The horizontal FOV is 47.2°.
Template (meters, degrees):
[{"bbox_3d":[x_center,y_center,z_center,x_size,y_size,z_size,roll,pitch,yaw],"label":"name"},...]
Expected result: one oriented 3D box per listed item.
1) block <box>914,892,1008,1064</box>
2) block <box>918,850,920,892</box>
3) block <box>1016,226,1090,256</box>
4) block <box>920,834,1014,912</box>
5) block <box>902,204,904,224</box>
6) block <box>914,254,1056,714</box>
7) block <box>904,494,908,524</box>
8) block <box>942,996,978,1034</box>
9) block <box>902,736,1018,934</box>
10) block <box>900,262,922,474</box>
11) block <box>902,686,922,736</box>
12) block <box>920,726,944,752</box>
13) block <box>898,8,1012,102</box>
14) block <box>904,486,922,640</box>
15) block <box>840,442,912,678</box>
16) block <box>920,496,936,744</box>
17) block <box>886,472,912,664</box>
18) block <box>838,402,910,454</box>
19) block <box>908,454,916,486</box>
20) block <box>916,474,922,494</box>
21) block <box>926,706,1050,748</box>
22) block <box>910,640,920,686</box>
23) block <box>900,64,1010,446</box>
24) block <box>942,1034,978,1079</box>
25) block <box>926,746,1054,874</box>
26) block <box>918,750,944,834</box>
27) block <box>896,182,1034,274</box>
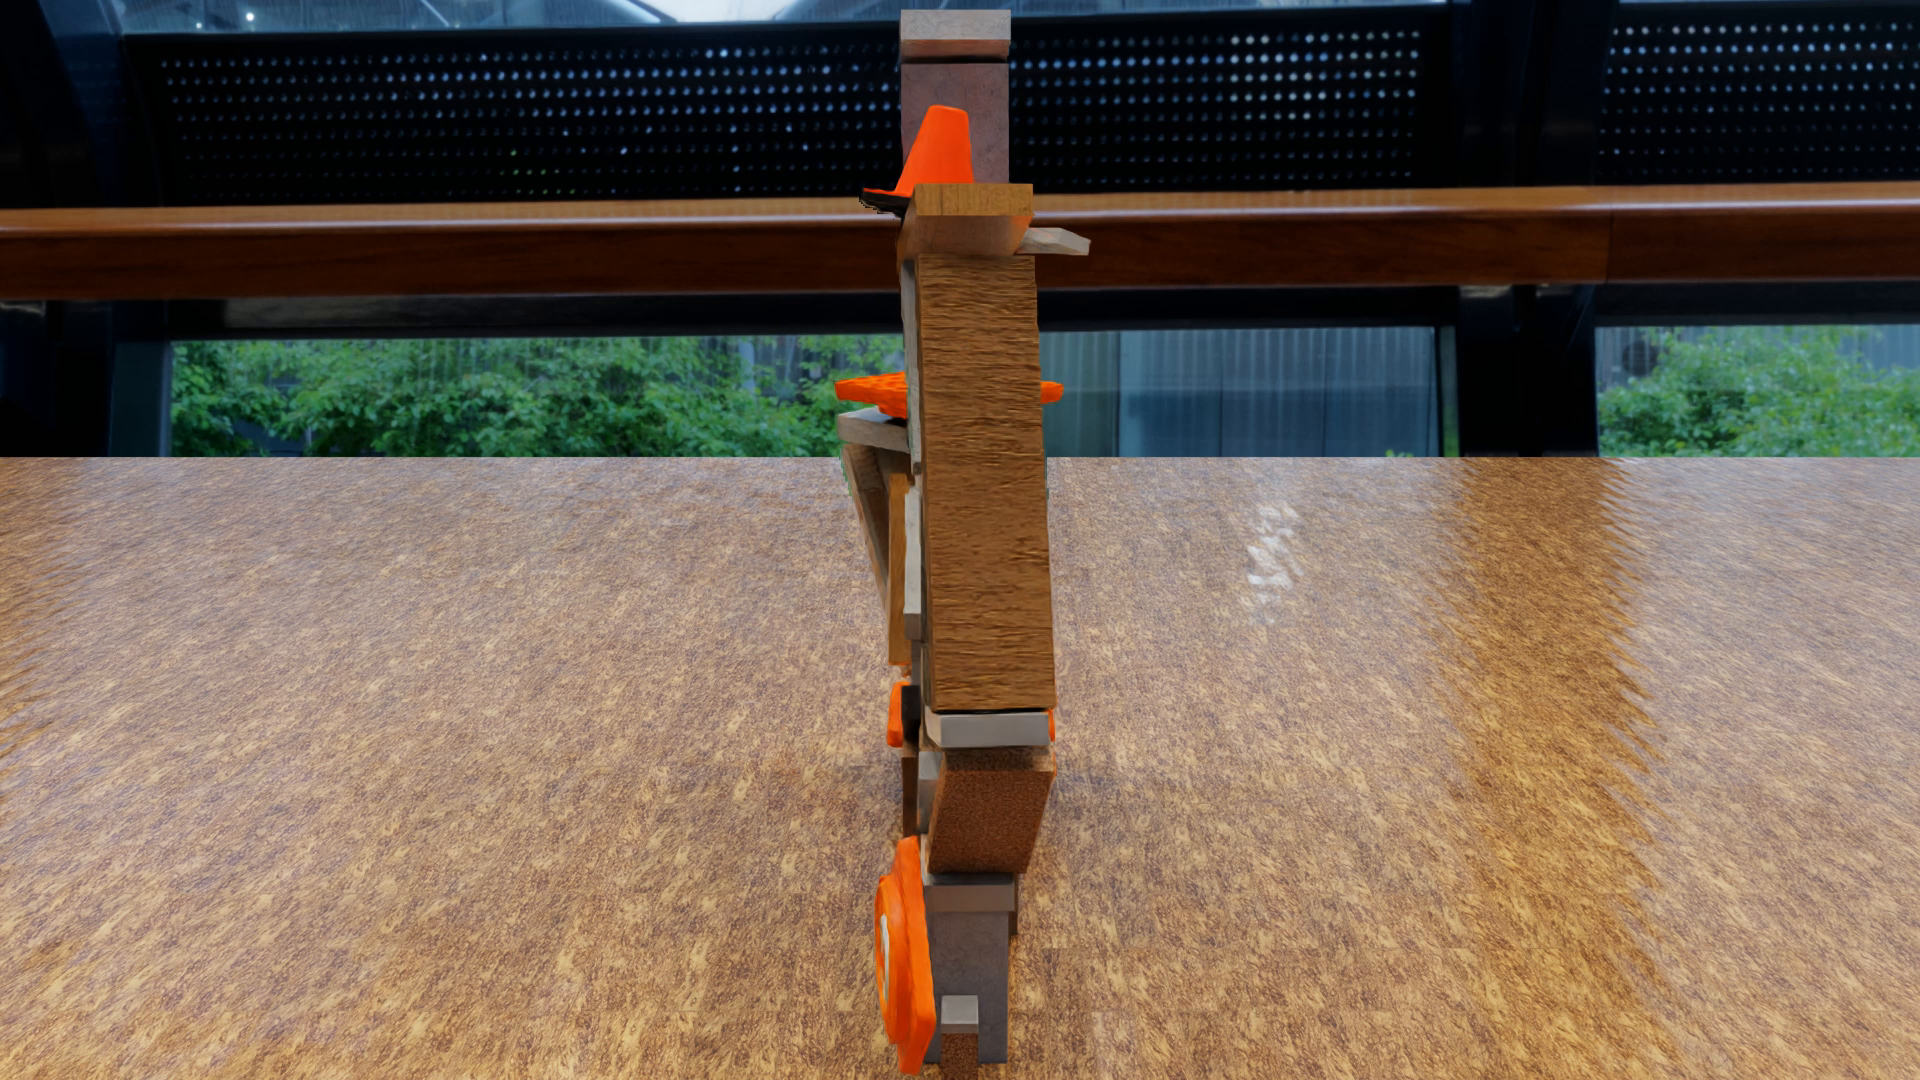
[{"bbox_3d":[0.003,0.593,2.971,0.124,0.247,0.035,0,23,1],"label":"block"},{"bbox_3d":[0.003,0.562,3.138,0.124,0.247,0.035,0,21,-1],"label":"block"},{"bbox_3d":[0.099,-0.426,3.127,0.153,0.022,0.077,8,-2,37],"label":"block"},{"bbox_3d":[0.008,0.444,2.990,0.124,0.035,0.247,0,11,-1],"label":"block"},{"bbox_3d":[-0.012,-0.523,3.399,0.156,0.312,0.044,0,17,-1],"label":"block"},{"bbox_3d":[0.030,-0.074,2.754,0.149,0.576,0.042,-1,-10,-10],"label":"block"},{"bbox_3d":[-0.001,0.010,3.420,0.164,0.047,0.329,-2,24,-2],"label":"block"},{"bbox_3d":[0.000,0.627,2.907,0.048,0.014,0.096,0,11,0],"label":"block"},{"bbox_3d":[0.002,0.461,3.404,0.180,0.359,0.051,0,33,-1],"label":"block"},{"bbox_3d":[0.002,-0.233,2.953,0.149,0.298,0.042,-1,-22,-7],"label":"block"},{"bbox_3d":[0.004,0.298,3.405,0.180,0.051,0.359,0,-20,0],"label":"block"},{"bbox_3d":[0.001,0.287,3.064,0.107,0.030,0.214,0,2,-3],"label":"block"},{"bbox_3d":[-0.012,-0.716,3.260,0.156,0.044,0.312,-1,-5,-2],"label":"block"},{"bbox_3d":[0.003,0.028,3.260,0.164,0.047,0.343,-1,33,1],"label":"block"},{"bbox_3d":[-0.088,0.021,4.306,0.172,0.475,0.049,-11,-17,-17],"label":"block"},{"bbox_3d":[0.008,0.107,2.980,0.122,0.335,0.035,0,1,-4],"label":"block"},{"bbox_3d":[-0.043,0.054,4.002,0.172,0.345,0.049,2,-9,-7],"label":"block"},{"bbox_3d":[-0.049,-0.205,4.223,0.345,0.049,0.172,12,19,36],"label":"block"},{"bbox_3d":[-0.002,-0.103,3.548,0.164,0.047,0.328,-1,-2,-1],"label":"block"},{"bbox_3d":[0.018,-0.066,2.903,0.122,0.035,0.244,-1,12,-8],"label":"block"},{"bbox_3d":[0.032,0.234,2.795,0.133,0.038,0.266,-1,-1,-5],"label":"block"},{"bbox_3d":[-0.009,0.219,3.693,0.145,0.290,0.041,0,30,0],"label":"block"},{"bbox_3d":[-0.004,-0.420,3.253,0.156,0.556,0.044,-1,11,0],"label":"block"},{"bbox_3d":[0.000,0.687,2.886,0.048,0.096,0.014,0,11,0],"label":"block"},{"bbox_3d":[0.035,0.347,2.810,0.133,0.266,0.038,1,54,-7],"label":"block"},{"bbox_3d":[0.010,0.341,2.963,0.133,0.038,0.266,0,-23,-2],"label":"block"},{"bbox_3d":[0.003,-0.410,2.913,0.149,0.042,0.298,-1,-7,-6],"label":"block"}]
